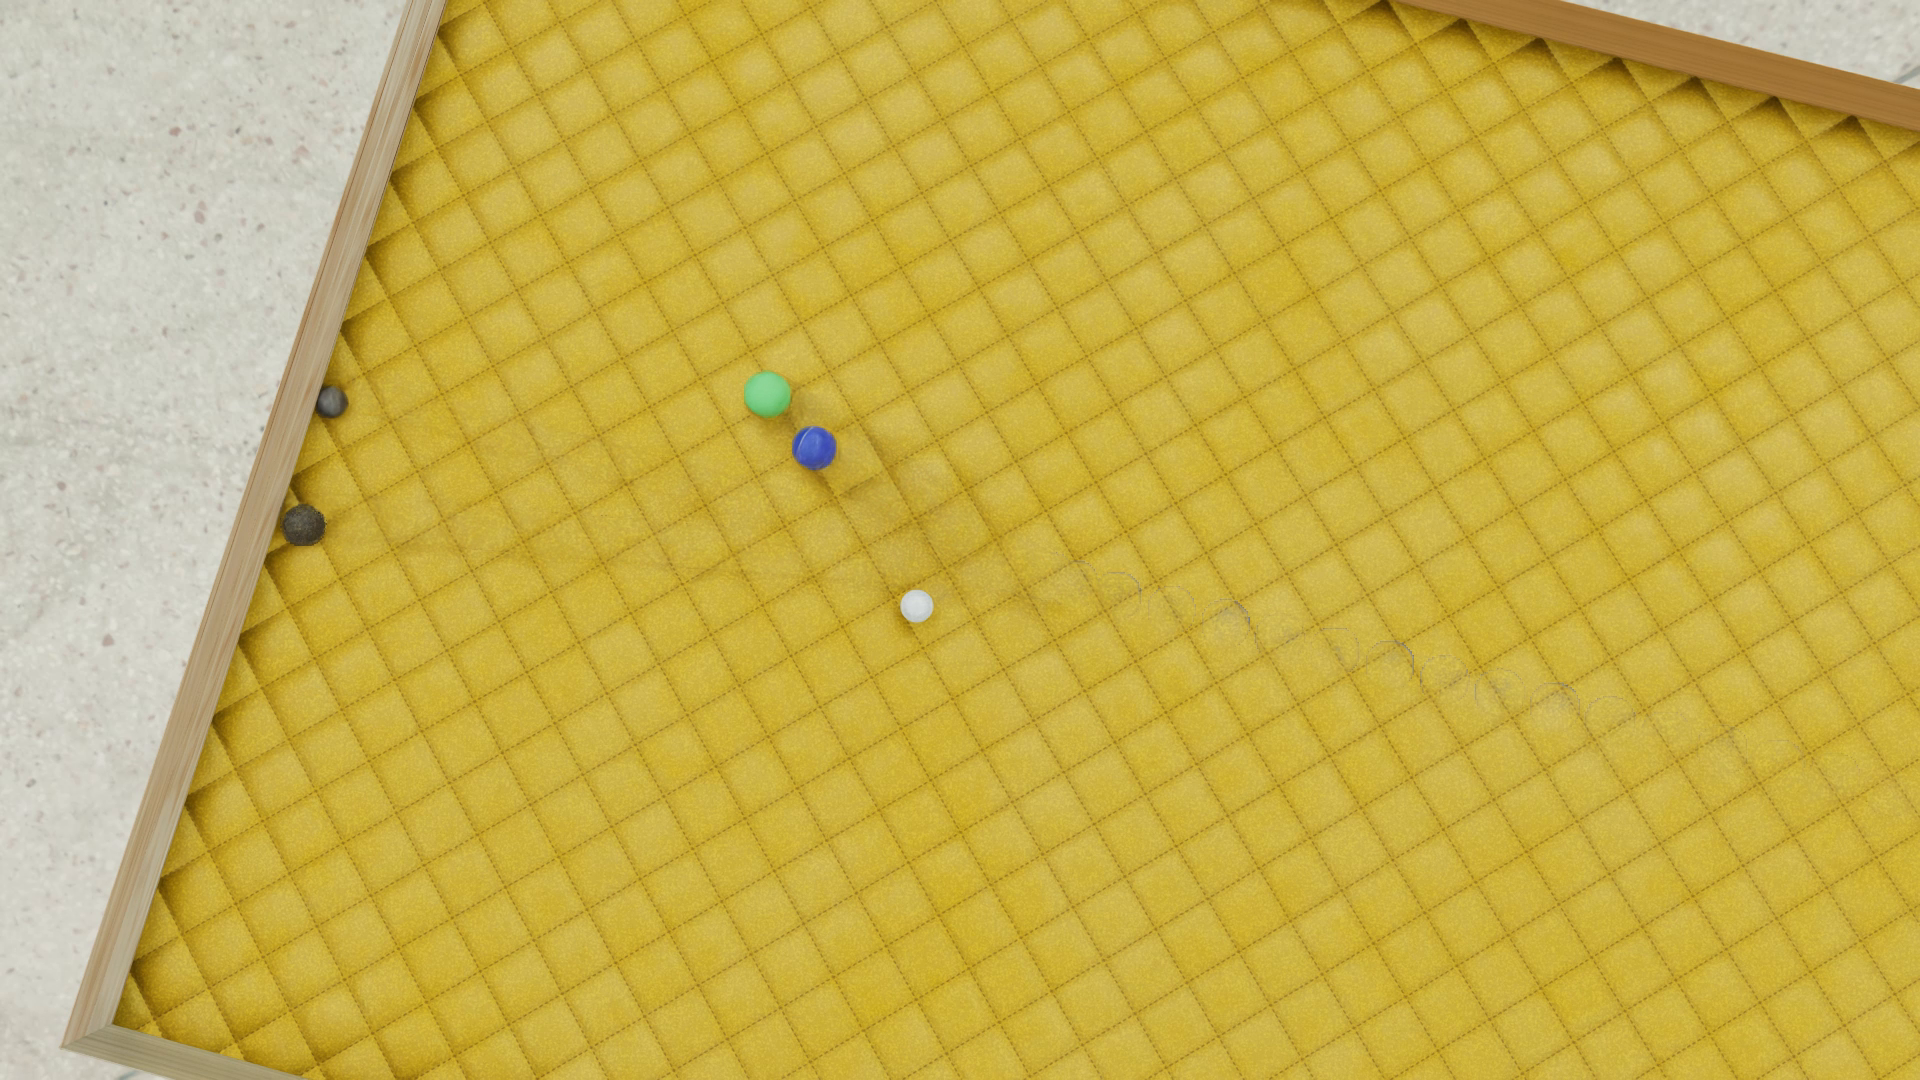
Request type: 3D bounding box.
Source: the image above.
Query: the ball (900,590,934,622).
[{"bbox_3d":[-0.064,0.098,3.279,0.050,0.050,0.050,0,80,0],"label":"ball"}]

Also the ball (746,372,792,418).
[{"bbox_3d":[-0.290,-0.219,3.326,0.069,0.069,0.069,0,80,0],"label":"ball"}]

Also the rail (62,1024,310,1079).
[{"bbox_3d":[0.739,1.230,3.054,4.150,0.089,0.045,15,80,3],"label":"rail"}]

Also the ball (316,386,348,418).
[{"bbox_3d":[-0.953,-0.210,3.335,0.048,0.048,0.048,0,80,0],"label":"ball"}]

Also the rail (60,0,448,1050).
[{"bbox_3d":[-0.979,-0.260,3.322,0.045,0.089,2.087,15,80,3],"label":"rail"}]

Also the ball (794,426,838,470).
[{"bbox_3d":[-0.218,-0.138,3.313,0.065,0.065,0.065,0,80,0],"label":"ball"}]

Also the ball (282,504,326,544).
[{"bbox_3d":[-0.983,-0.023,3.295,0.061,0.061,0.061,0,80,0],"label":"ball"}]

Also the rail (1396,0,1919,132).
[{"bbox_3d":[1.265,-0.709,3.403,4.150,0.089,0.045,15,80,3],"label":"rail"}]
